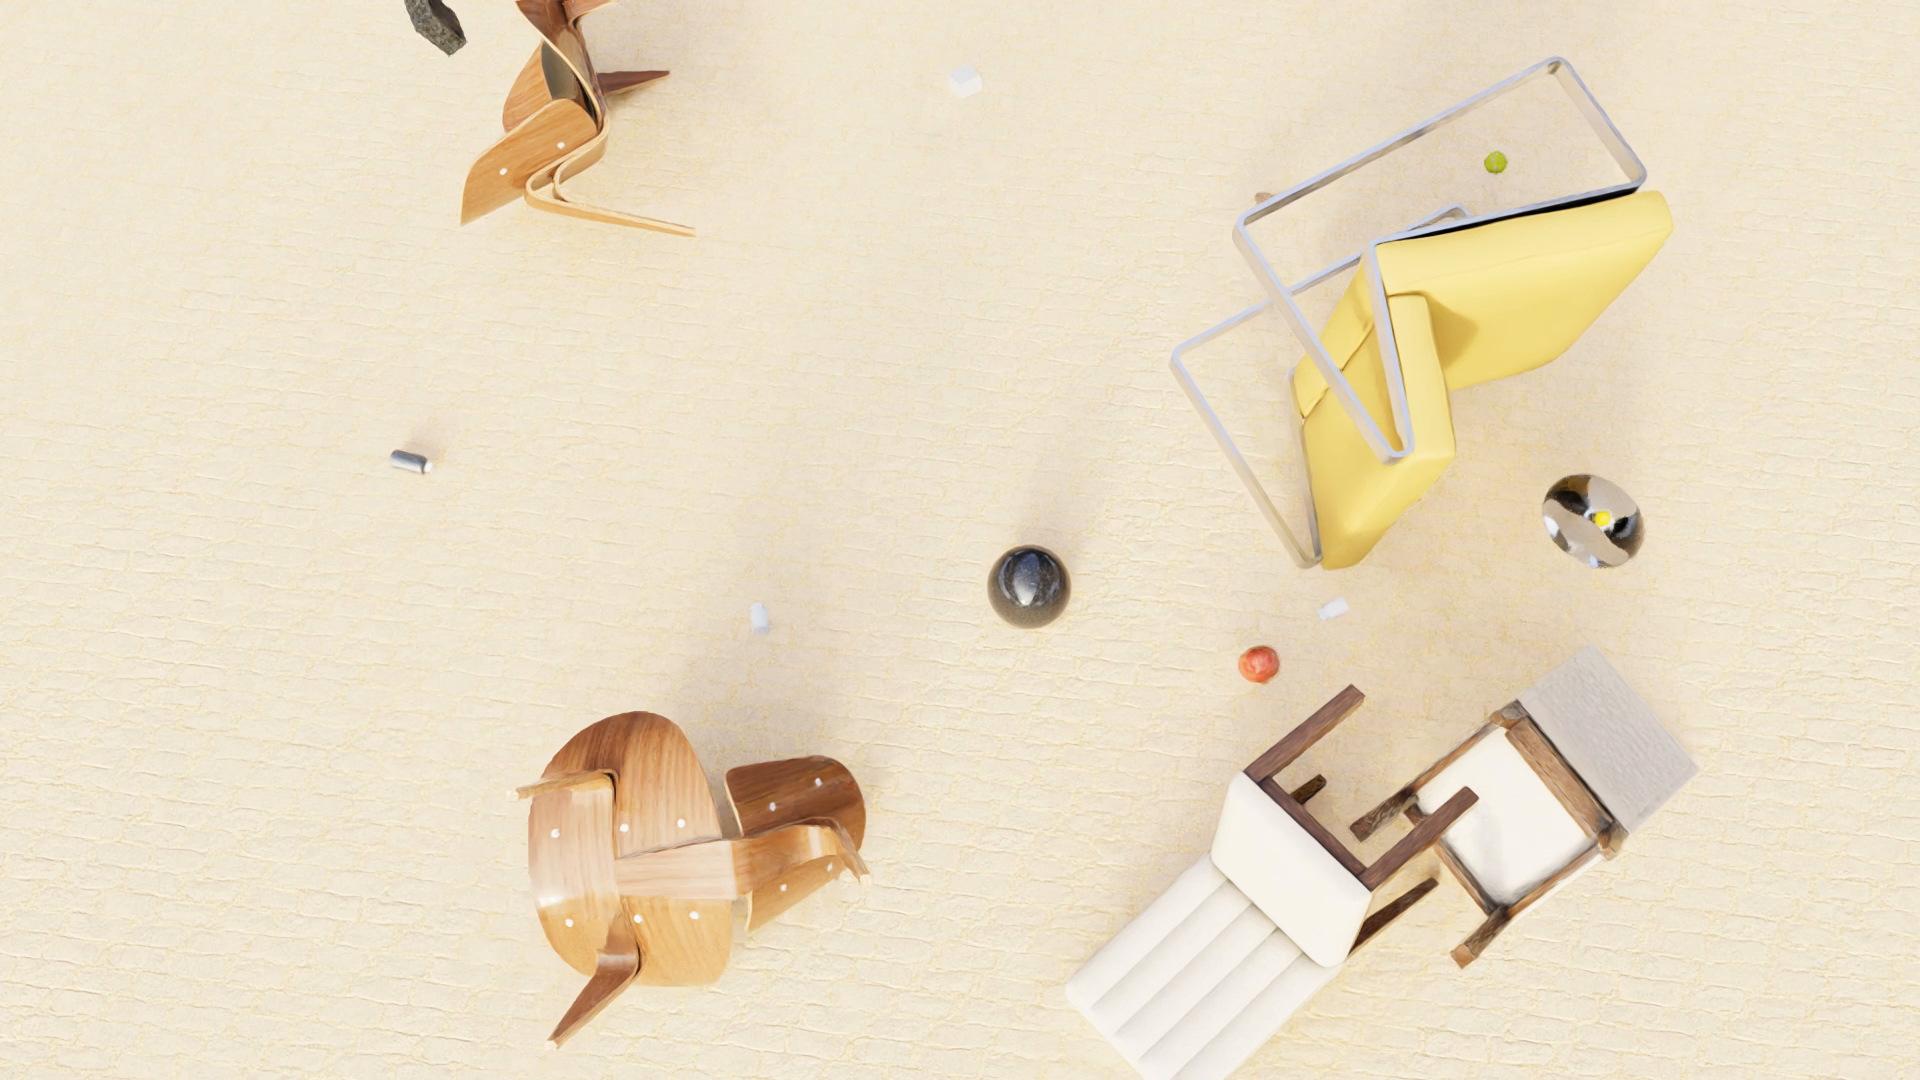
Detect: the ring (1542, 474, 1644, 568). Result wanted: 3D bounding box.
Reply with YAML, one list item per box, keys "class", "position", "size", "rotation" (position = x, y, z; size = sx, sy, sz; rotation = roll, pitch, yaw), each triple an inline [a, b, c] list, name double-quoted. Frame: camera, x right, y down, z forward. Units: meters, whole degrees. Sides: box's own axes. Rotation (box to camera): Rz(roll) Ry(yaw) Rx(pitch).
- class: "ring"
  position: [1.856, -0.055, 6.444]
  size: [0.314, 0.280, 0.145]
  rotation: [43, 60, 1]

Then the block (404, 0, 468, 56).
- class: "block"
  position: [-1.707, -1.688, 7.156]
  size: [0.077, 0.178, 0.144]
  rotation: [-33, 62, 13]

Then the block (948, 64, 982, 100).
- class: "block"
  position: [0.017, -1.581, 7.589]
  size: [0.084, 0.066, 0.075]
  rotation: [-28, 54, -16]

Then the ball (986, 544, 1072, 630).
- class: "ball"
  position: [0.200, 0.135, 6.334]
  size: [0.248, 0.248, 0.248]
  rotation: [0, 56, 0]

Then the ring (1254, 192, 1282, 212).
- class: "ring"
  position: [1.024, -1.123, 7.306]
  size: [0.101, 0.036, 0.053]
  rotation: [28, 60, 18]
